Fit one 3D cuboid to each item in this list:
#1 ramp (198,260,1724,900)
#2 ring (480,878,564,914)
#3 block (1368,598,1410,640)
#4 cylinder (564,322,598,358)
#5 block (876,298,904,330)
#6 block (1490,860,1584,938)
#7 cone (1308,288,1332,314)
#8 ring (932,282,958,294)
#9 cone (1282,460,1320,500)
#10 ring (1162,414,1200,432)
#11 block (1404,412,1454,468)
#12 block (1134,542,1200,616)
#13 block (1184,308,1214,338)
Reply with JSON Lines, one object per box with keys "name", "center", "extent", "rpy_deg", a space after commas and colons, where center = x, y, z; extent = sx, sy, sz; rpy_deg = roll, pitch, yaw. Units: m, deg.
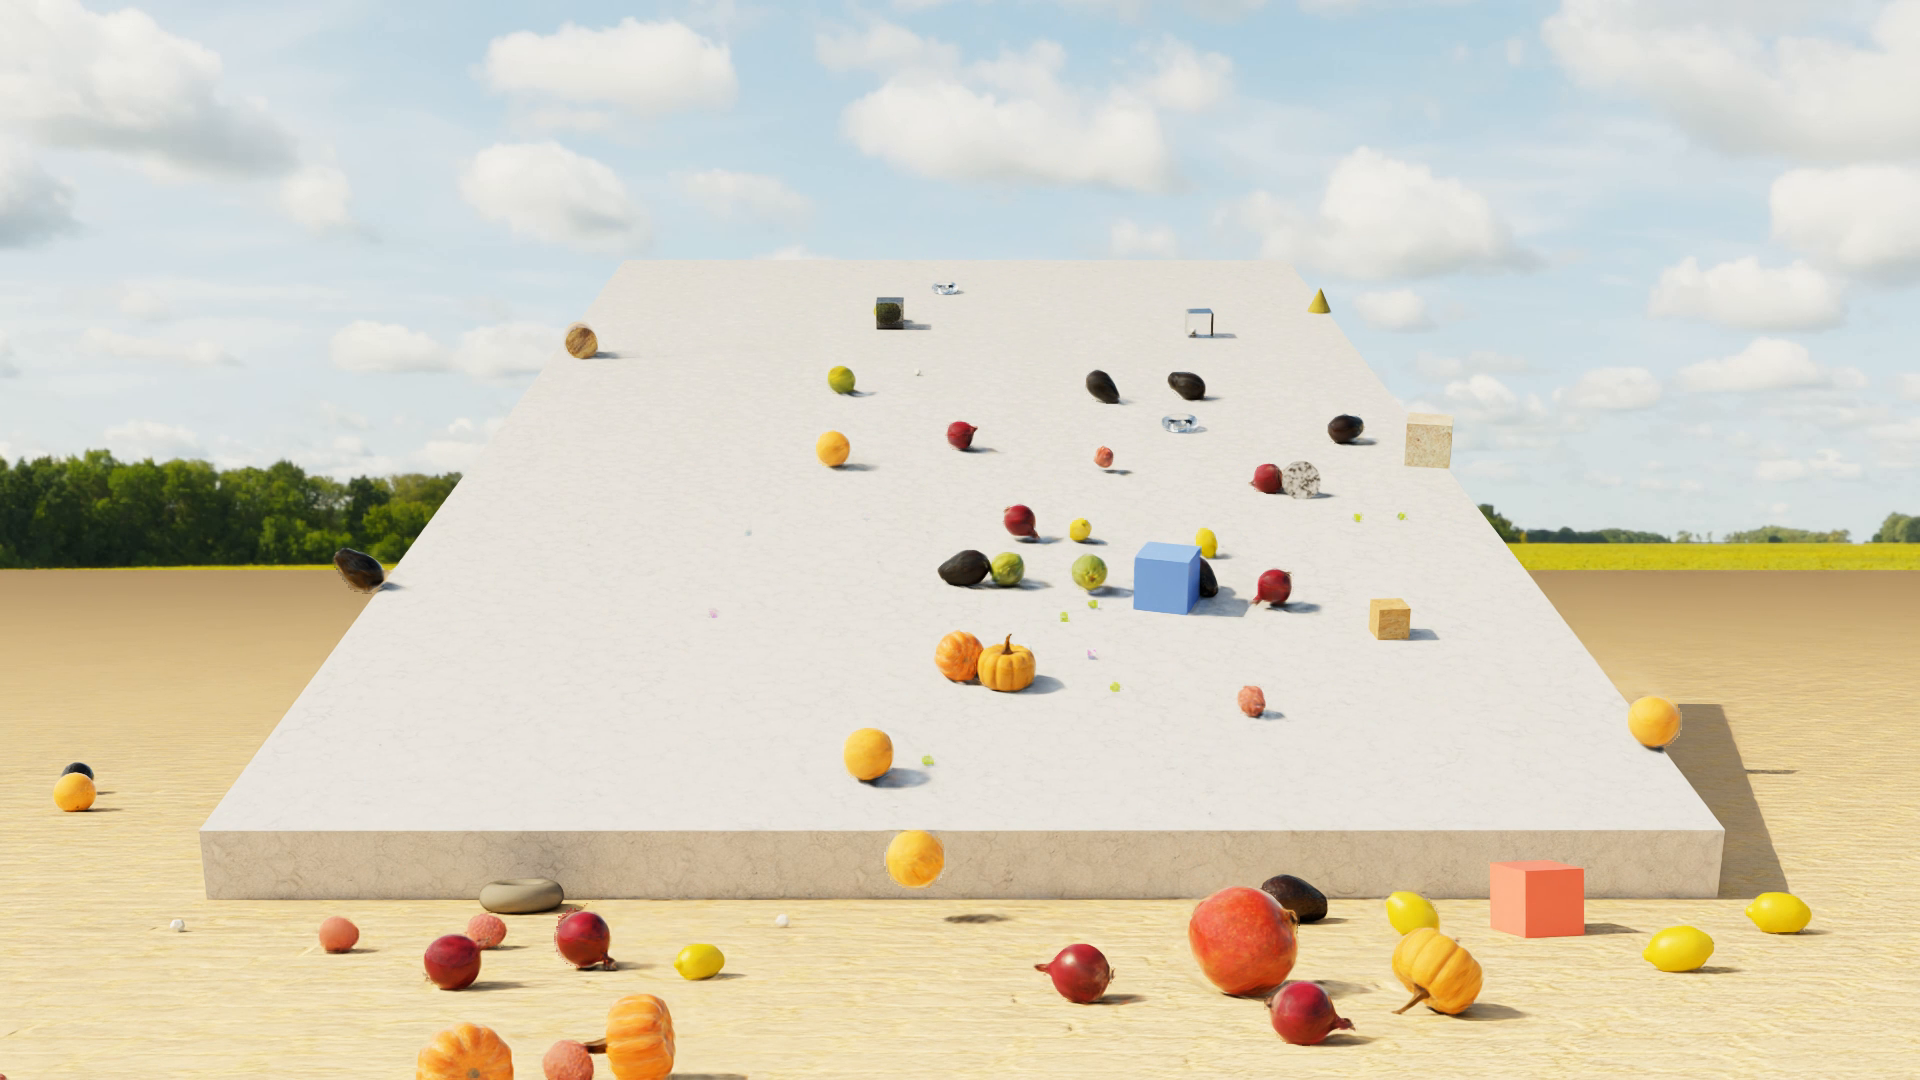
{"name": "ramp", "center": [-0.003, -0.184, 4.847], "extent": [2.000, 0.100, 4.000], "rpy_deg": [0, 18, 0]}
{"name": "ring", "center": [-0.563, 0.457, 2.871], "extent": [0.107, 0.036, 0.107], "rpy_deg": [0, -2, 0]}
{"name": "block", "center": [0.698, 0.128, 3.629], "extent": [0.052, 0.052, 0.052], "rpy_deg": [-2, 18, -6]}
{"name": "cylinder", "center": [-0.936, -0.494, 5.514], "extent": [0.079, 0.079, 0.079], "rpy_deg": [0, 17, -14]}
{"name": "block", "center": [-0.182, -0.592, 5.835], "extent": [0.071, 0.071, 0.071], "rpy_deg": [0, 18, 0]}
{"name": "block", "center": [0.697, 0.433, 2.699], "extent": [0.080, 0.080, 0.080], "rpy_deg": [0, -1, -17]}
{"name": "cone", "center": [0.971, -0.650, 6.027], "extent": [0.066, 0.066, 0.066], "rpy_deg": [0, 18, 0]}
{"name": "ring", "center": [-0.042, -0.708, 6.271], "extent": [0.076, 0.025, 0.076], "rpy_deg": [-1, 18, 0]}
{"name": "cone", "center": [0.663, -0.111, 4.401], "extent": [0.077, 0.077, 0.077], "rpy_deg": [0, -9, -6]}
{"name": "ring", "center": [0.479, -0.255, 4.861], "extent": [0.083, 0.028, 0.083], "rpy_deg": [-1, 17, 0]}
{"name": "block", "center": [0.967, -0.205, 4.605], "extent": [0.091, 0.091, 0.091], "rpy_deg": [4, 18, 13]}
{"name": "block", "center": [0.349, 0.064, 3.762], "extent": [0.092, 0.092, 0.092], "rpy_deg": [6, 19, 18]}
{"name": "block", "center": [0.615, -0.557, 5.741], "extent": [0.064, 0.064, 0.064], "rpy_deg": [-1, 18, -2]}
